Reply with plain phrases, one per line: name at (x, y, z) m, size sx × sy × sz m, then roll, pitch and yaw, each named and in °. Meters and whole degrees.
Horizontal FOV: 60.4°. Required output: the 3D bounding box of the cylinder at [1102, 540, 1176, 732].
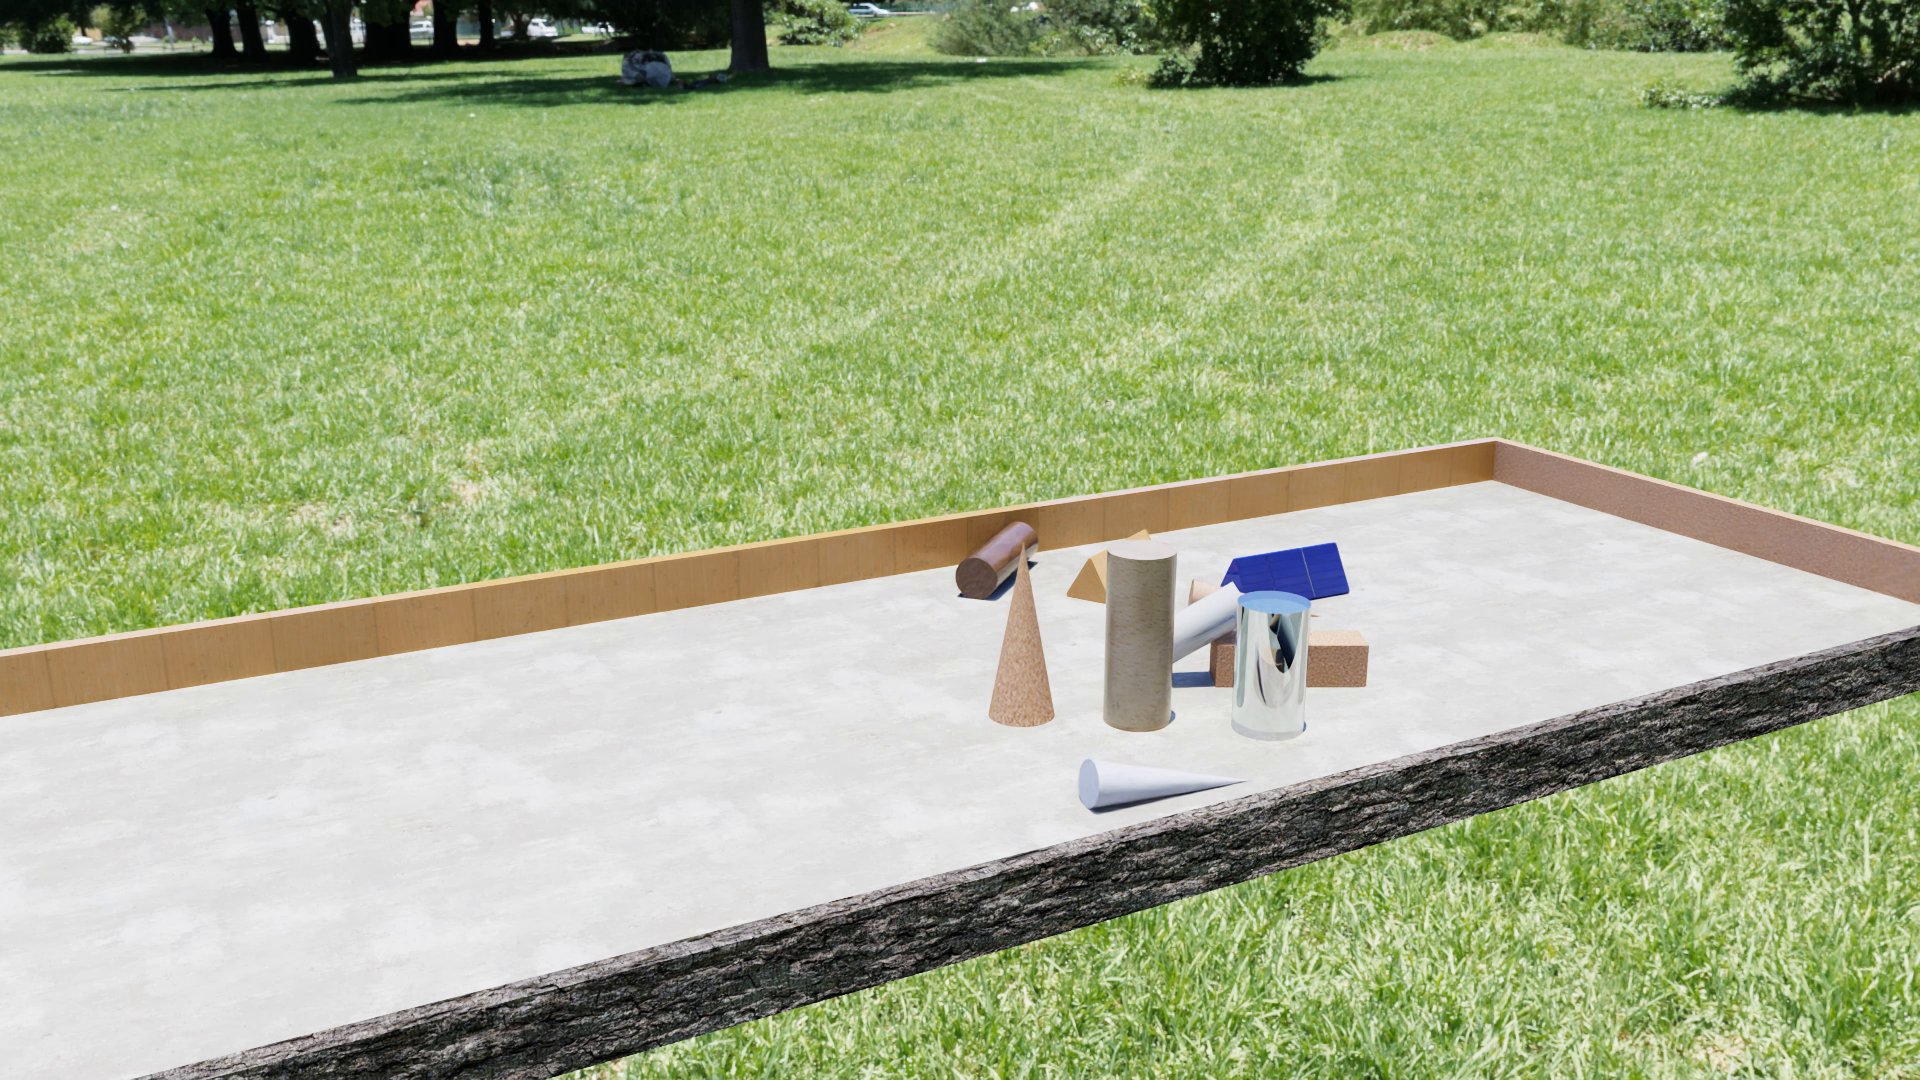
cylinder at (0.419, 0.223, 3.851) m, size 0.160 × 0.419 × 0.160 m, roll 0°, pitch 16°, yaw 0°

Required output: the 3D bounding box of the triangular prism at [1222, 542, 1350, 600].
triangular prism at (0.942, 0.093, 4.788) m, size 0.363 × 0.133 × 0.154 m, roll -8°, pitch 18°, yaw -26°

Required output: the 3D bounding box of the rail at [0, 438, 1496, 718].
rail at (-3.305, 0.497, 3.399) m, size 12.000 × 0.150 × 0.050 m, roll -9°, pitch 18°, yaw -27°

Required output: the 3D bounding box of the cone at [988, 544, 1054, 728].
cone at (0.147, 0.210, 3.878) m, size 0.159 × 0.430 × 0.159 m, roll 0°, pitch 16°, yaw 0°

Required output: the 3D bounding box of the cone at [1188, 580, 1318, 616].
cone at (0.834, 0.186, 4.632) m, size 0.373 × 0.100 × 0.100 m, roll 9°, pitch 17°, yaw 2°

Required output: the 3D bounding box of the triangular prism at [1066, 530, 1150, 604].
triangular prism at (0.467, 0.070, 4.882) m, size 0.145 × 0.125 × 0.355 m, roll 11°, pitch 19°, yaw 31°

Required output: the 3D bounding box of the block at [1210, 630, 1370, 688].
block at (0.823, 0.298, 4.142) m, size 0.374 × 0.112 × 0.112 m, roll 0°, pitch 16°, yaw 0°

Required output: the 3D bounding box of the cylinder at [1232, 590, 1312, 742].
cylinder at (0.719, 0.290, 3.820) m, size 0.167 × 0.309 × 0.167 m, roll 0°, pitch 16°, yaw 0°

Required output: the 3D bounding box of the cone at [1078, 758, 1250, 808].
cone at (0.451, 0.515, 3.511) m, size 0.389 × 0.104 × 0.104 m, roll 2°, pitch 15°, yaw -20°

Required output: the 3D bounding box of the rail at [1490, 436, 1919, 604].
rail at (2.466, -0.048, 5.253) m, size 0.050 × 0.150 × 2.100 m, roll -9°, pitch 18°, yaw -27°

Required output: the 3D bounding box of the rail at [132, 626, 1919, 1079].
rail at (-2.336, 1.006, 1.665) m, size 12.000 × 0.150 × 0.050 m, roll -9°, pitch 18°, yaw -27°

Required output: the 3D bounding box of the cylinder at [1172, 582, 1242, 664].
cylinder at (0.559, 0.232, 4.110) m, size 0.332 × 0.107 × 0.107 m, roll -30°, pitch 16°, yaw 5°

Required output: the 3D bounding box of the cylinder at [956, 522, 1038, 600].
cylinder at (0.114, 0.058, 4.936) m, size 0.126 × 0.126 × 0.408 m, roll 6°, pitch 17°, yaw 19°
